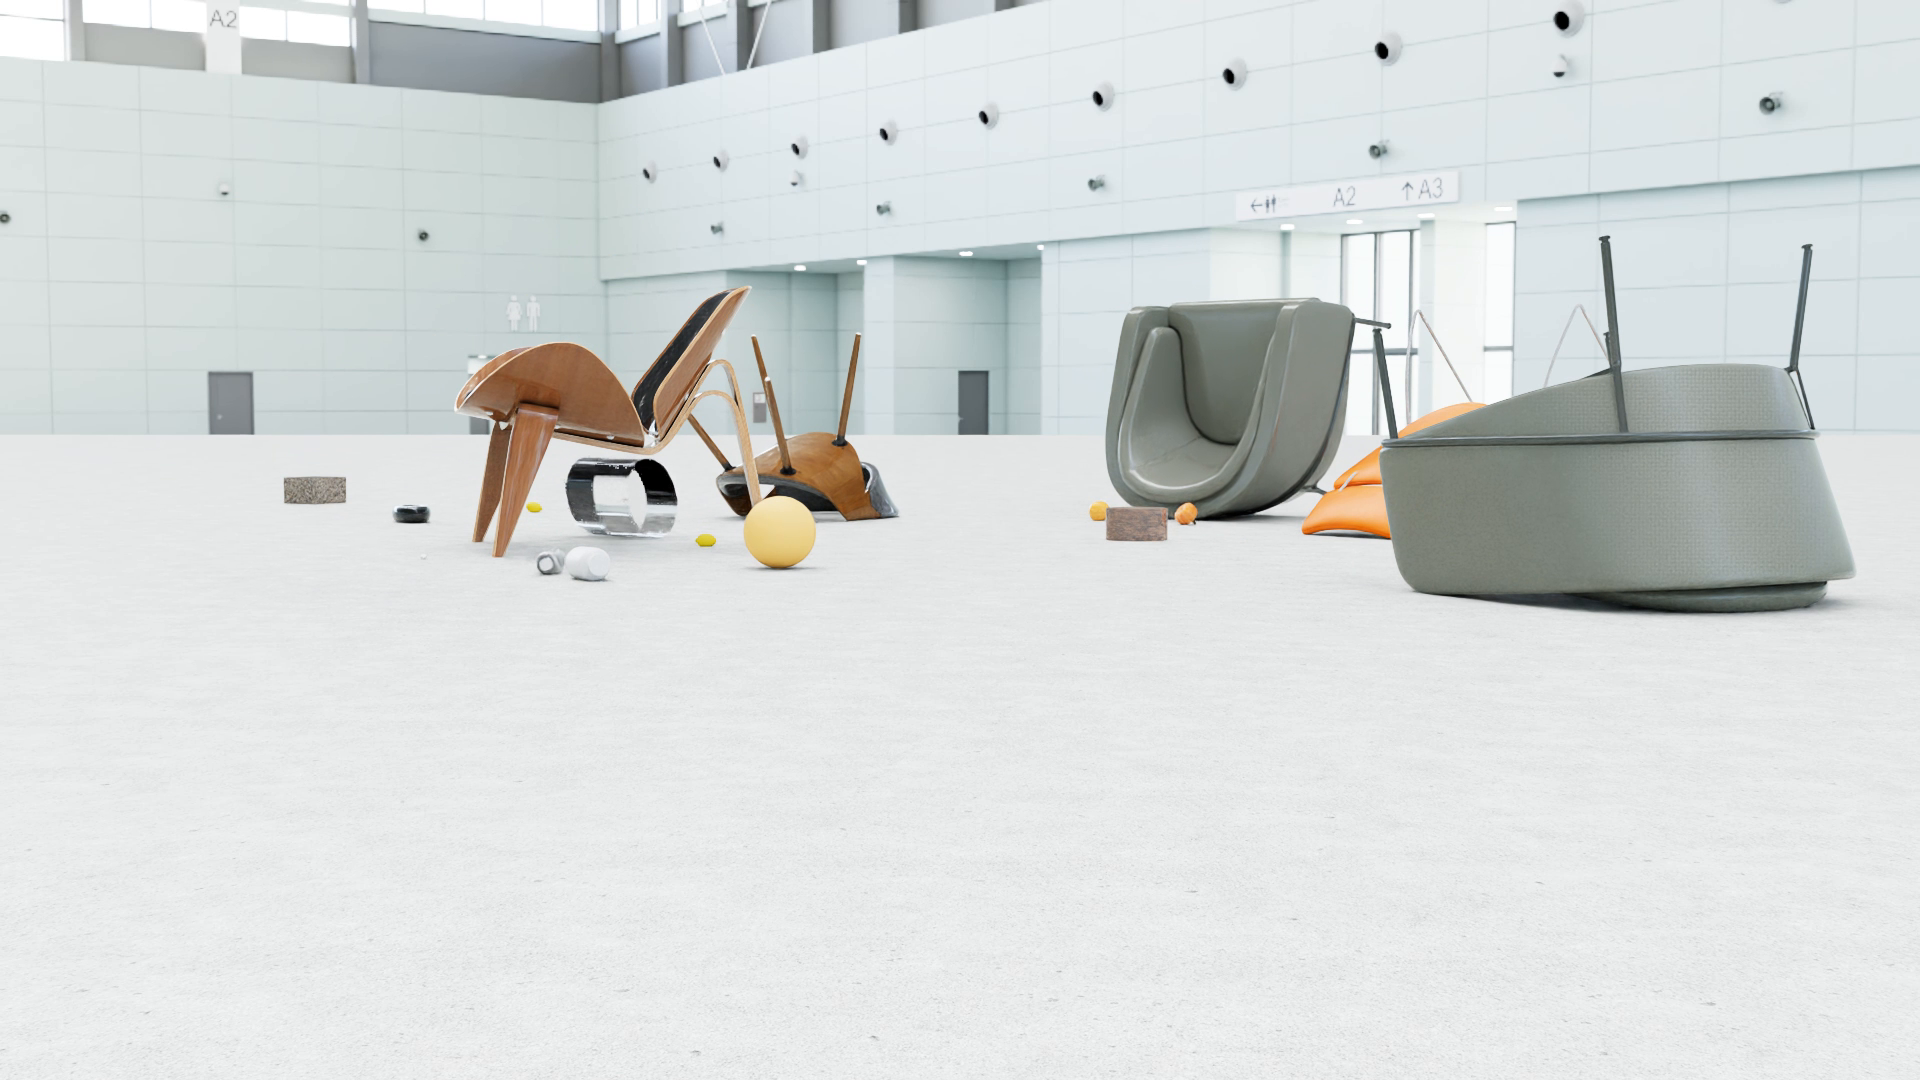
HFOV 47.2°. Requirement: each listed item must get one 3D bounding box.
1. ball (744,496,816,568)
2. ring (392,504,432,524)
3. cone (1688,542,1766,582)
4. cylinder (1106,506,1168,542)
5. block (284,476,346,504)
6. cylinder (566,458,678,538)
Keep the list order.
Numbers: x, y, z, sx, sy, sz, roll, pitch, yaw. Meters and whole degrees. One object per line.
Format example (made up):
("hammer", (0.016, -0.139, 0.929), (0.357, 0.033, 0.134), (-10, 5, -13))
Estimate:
("ball", (-0.451, -0.019, 5.502), (0.182, 0.182, 0.182), (0, 4, 0))
("ring", (-1.854, -0.089, 7.432), (0.125, 0.056, 0.217), (-3, 4, -24))
("cone", (1.762, 0.073, 5.142), (0.144, 0.096, 0.206), (-20, 11, -13))
("cylinder", (0.527, -0.048, 6.555), (0.186, 0.094, 0.148), (0, 4, -3))
("block", (-2.543, -0.197, 8.671), (0.168, 0.101, 0.166), (2, 5, 30))
("cylinder", (-1.028, -0.130, 6.685), (0.247, 0.258, 0.206), (3, 42, 34))
